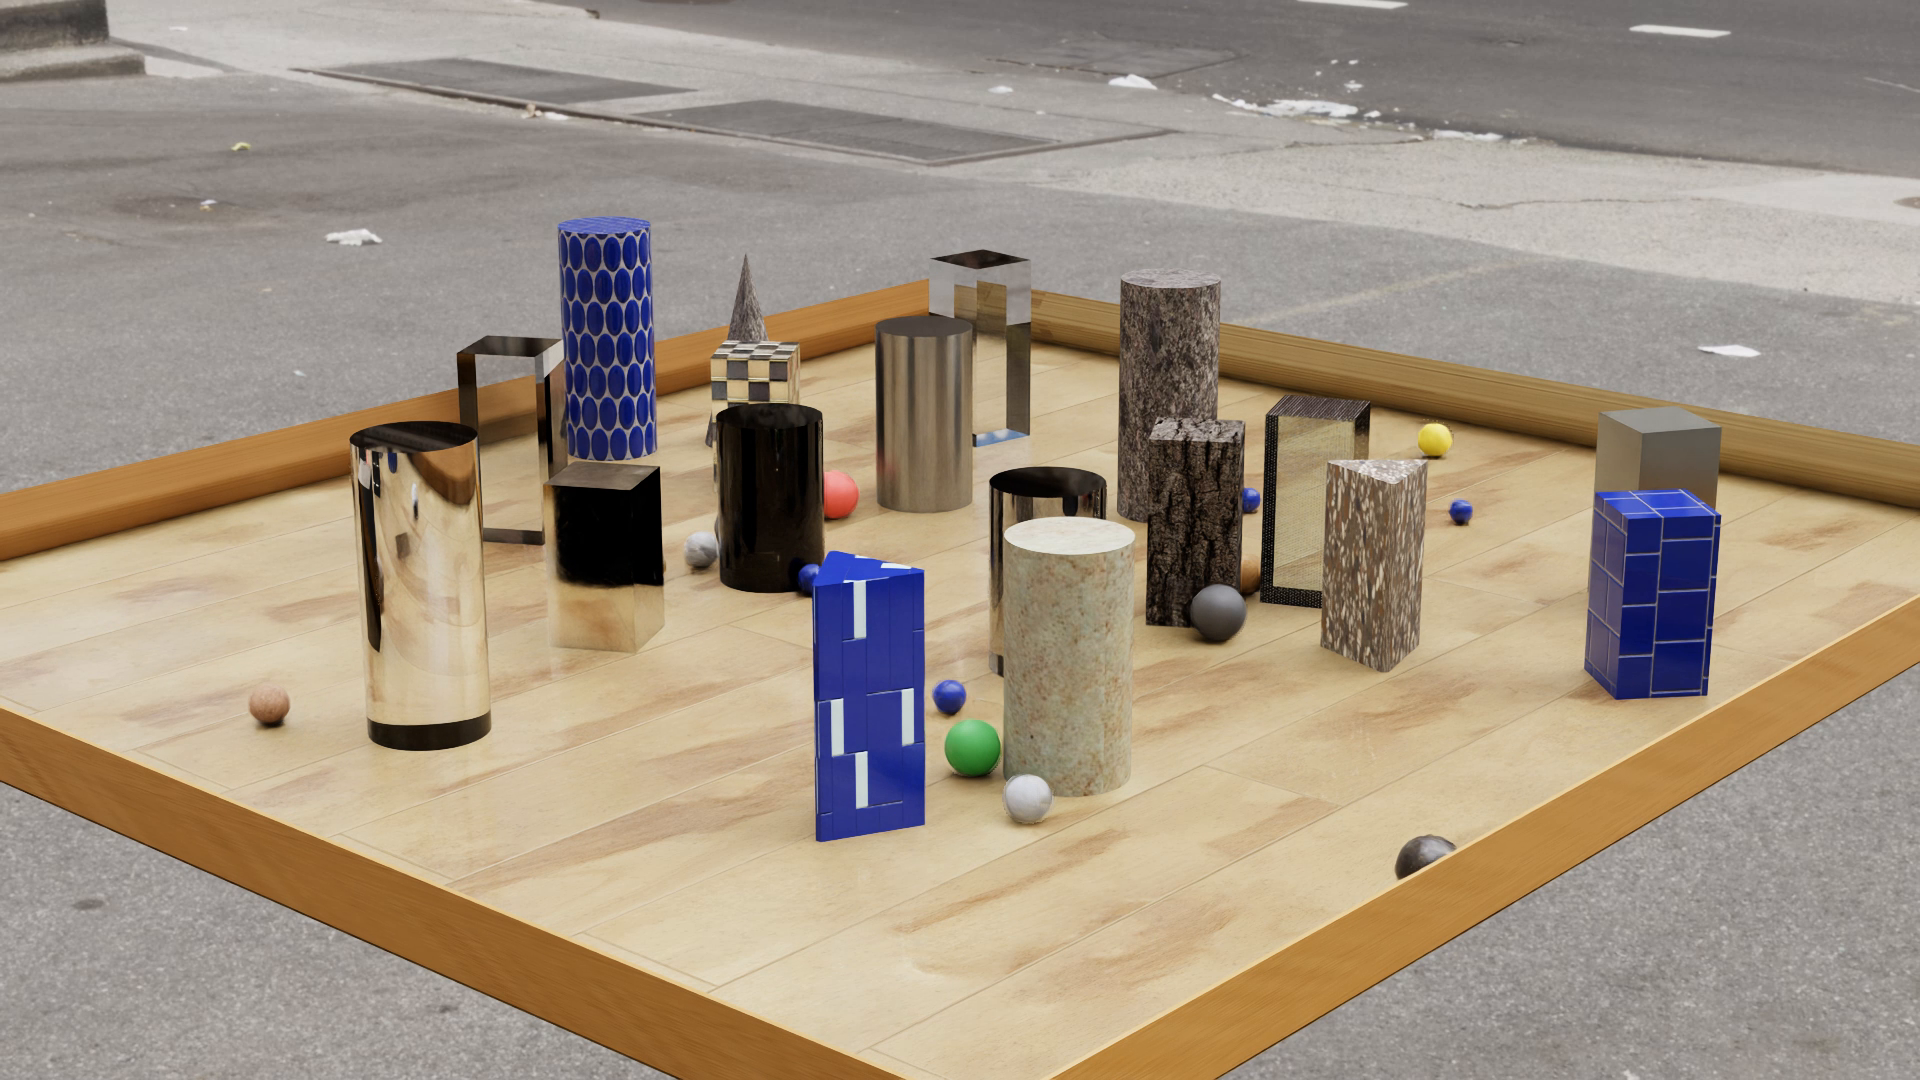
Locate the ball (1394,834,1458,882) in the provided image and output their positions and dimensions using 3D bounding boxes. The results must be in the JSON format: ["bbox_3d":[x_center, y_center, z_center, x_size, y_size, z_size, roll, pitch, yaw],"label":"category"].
[{"bbox_3d":[0.617,0.432,3.849,0.091,0.091,0.091,0,17,0],"label":"ball"}]

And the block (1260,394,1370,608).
[{"bbox_3d":[0.615,-0.066,5.074,0.150,0.335,0.150,6,18,18],"label":"block"}]

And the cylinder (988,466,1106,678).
[{"bbox_3d":[0.140,0.055,4.719,0.187,0.309,0.187,0,17,0],"label":"cylinder"}]

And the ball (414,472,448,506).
[{"bbox_3d":[-1.020,-0.100,5.652,0.066,0.066,0.066,0,17,0],"label":"ball"}]

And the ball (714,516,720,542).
[{"bbox_3d":[-0.402,-0.023,5.350,0.093,0.093,0.093,0,17,0],"label":"ball"}]

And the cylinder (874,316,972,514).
[{"bbox_3d":[-0.069,-0.243,5.644,0.187,0.345,0.187,0,17,0],"label":"cylinder"}]

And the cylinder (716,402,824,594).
[{"bbox_3d":[-0.334,-0.076,5.173,0.187,0.296,0.187,0,17,0],"label":"cylinder"}]

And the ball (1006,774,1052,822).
[{"bbox_3d":[0.096,0.363,4.121,0.066,0.066,0.066,0,17,0],"label":"ball"}]

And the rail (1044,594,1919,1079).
[{"bbox_3d":[1.062,0.297,4.239,0.045,0.122,3.203,14,22,39],"label":"rail"}]

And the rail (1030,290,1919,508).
[{"bbox_3d":[1.035,-0.314,6.261,2.859,0.122,0.045,14,22,39],"label":"rail"}]

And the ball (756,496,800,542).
[{"bbox_3d":[-0.338,-0.039,5.415,0.087,0.087,0.087,0,17,0],"label":"ball"}]

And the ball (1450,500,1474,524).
[{"bbox_3d":[0.946,-0.054,5.534,0.045,0.045,0.045,0,17,0],"label":"ball"}]

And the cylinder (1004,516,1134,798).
[{"bbox_3d":[0.157,0.168,4.250,0.187,0.365,0.187,0,17,0],"label":"cylinder"}]

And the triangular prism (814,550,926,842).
[{"bbox_3d":[-0.151,0.211,4.094,0.162,0.372,0.141,-7,18,-23],"label":"triangular prism"}]

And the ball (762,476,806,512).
[{"bbox_3d":[-0.333,-0.079,5.554,0.083,0.083,0.083,0,17,0],"label":"ball"}]

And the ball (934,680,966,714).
[{"bbox_3d":[-0.016,0.242,4.544,0.052,0.052,0.052,0,17,0],"label":"ball"}]

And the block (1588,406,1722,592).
[{"bbox_3d":[1.192,-0.050,5.041,0.150,0.325,0.150,-5,18,-16],"label":"block"}]

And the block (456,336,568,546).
[{"bbox_3d":[-0.826,-0.186,5.435,0.150,0.356,0.150,4,17,12],"label":"block"}]

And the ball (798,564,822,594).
[{"bbox_3d":[-0.258,0.068,5.119,0.053,0.053,0.053,0,17,0],"label":"ball"}]

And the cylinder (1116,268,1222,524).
[{"bbox_3d":[0.395,-0.273,5.553,0.187,0.454,0.187,0,17,0],"label":"cylinder"}]

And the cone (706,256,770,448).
[{"bbox_3d":[-0.438,-0.399,6.062,0.187,0.401,0.187,0,17,0],"label":"cone"}]

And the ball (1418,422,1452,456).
[{"bbox_3d":[0.971,-0.205,5.994,0.069,0.069,0.069,0,17,0],"label":"ball"}]

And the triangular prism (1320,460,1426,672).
[{"bbox_3d":[0.701,0.032,4.784,0.141,0.317,0.162,-11,20,-31],"label":"triangular prism"}]

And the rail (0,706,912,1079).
[{"bbox_3d":[-1.035,0.375,3.980,2.859,0.122,0.045,14,22,39],"label":"rail"}]

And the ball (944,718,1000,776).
[{"bbox_3d":[0.018,0.303,4.290,0.083,0.083,0.083,0,17,0],"label":"ball"}]

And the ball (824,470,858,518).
[{"bbox_3d":[-0.238,-0.087,5.566,0.090,0.090,0.090,0,17,0],"label":"ball"}]

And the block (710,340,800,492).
[{"bbox_3d":[-0.399,-0.242,5.770,0.150,0.270,0.150,2,17,6],"label":"block"}]

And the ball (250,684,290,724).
[{"bbox_3d":[-1.059,0.251,4.497,0.062,0.062,0.062,0,17,0],"label":"ball"}]

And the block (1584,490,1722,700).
[{"bbox_3d":[1.094,0.085,4.643,0.150,0.296,0.150,-2,17,-7],"label":"block"}]

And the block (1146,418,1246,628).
[{"bbox_3d":[0.399,-0.030,4.971,0.150,0.325,0.150,3,17,9],"label":"block"}]

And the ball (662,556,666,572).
[{"bbox_3d":[-0.544,0.045,5.206,0.046,0.046,0.046,0,17,0],"label":"ball"}]

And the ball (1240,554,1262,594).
[{"bbox_3d":[0.500,0.060,5.117,0.070,0.070,0.070,0,17,0],"label":"ball"}]

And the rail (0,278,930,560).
[{"bbox_3d":[-1.062,-0.236,6.003,0.045,0.122,3.203,14,22,39],"label":"rail"}]

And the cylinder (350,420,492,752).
[{"bbox_3d":[-0.810,0.068,4.412,0.187,0.462,0.187,0,17,0],"label":"cylinder"}]

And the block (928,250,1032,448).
[{"bbox_3d":[0.042,-0.401,6.115,0.150,0.374,0.150,-14,22,-39],"label":"block"}]

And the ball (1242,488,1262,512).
[{"bbox_3d":[0.554,-0.077,5.610,0.046,0.046,0.046,0,17,0],"label":"ball"}]

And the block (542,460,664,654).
[{"bbox_3d":[-0.589,0.027,4.865,0.150,0.279,0.150,4,17,12],"label":"block"}]

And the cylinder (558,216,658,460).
[{"bbox_3d":[-0.719,-0.412,5.989,0.187,0.468,0.187,0,17,0],"label":"cylinder"}]

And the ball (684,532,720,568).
[{"bbox_3d":[-0.464,0.018,5.263,0.065,0.065,0.065,0,17,0],"label":"ball"}]

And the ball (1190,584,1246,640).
[{"bbox_3d":[0.429,0.120,4.878,0.093,0.093,0.093,0,17,0],"label":"ball"}]
